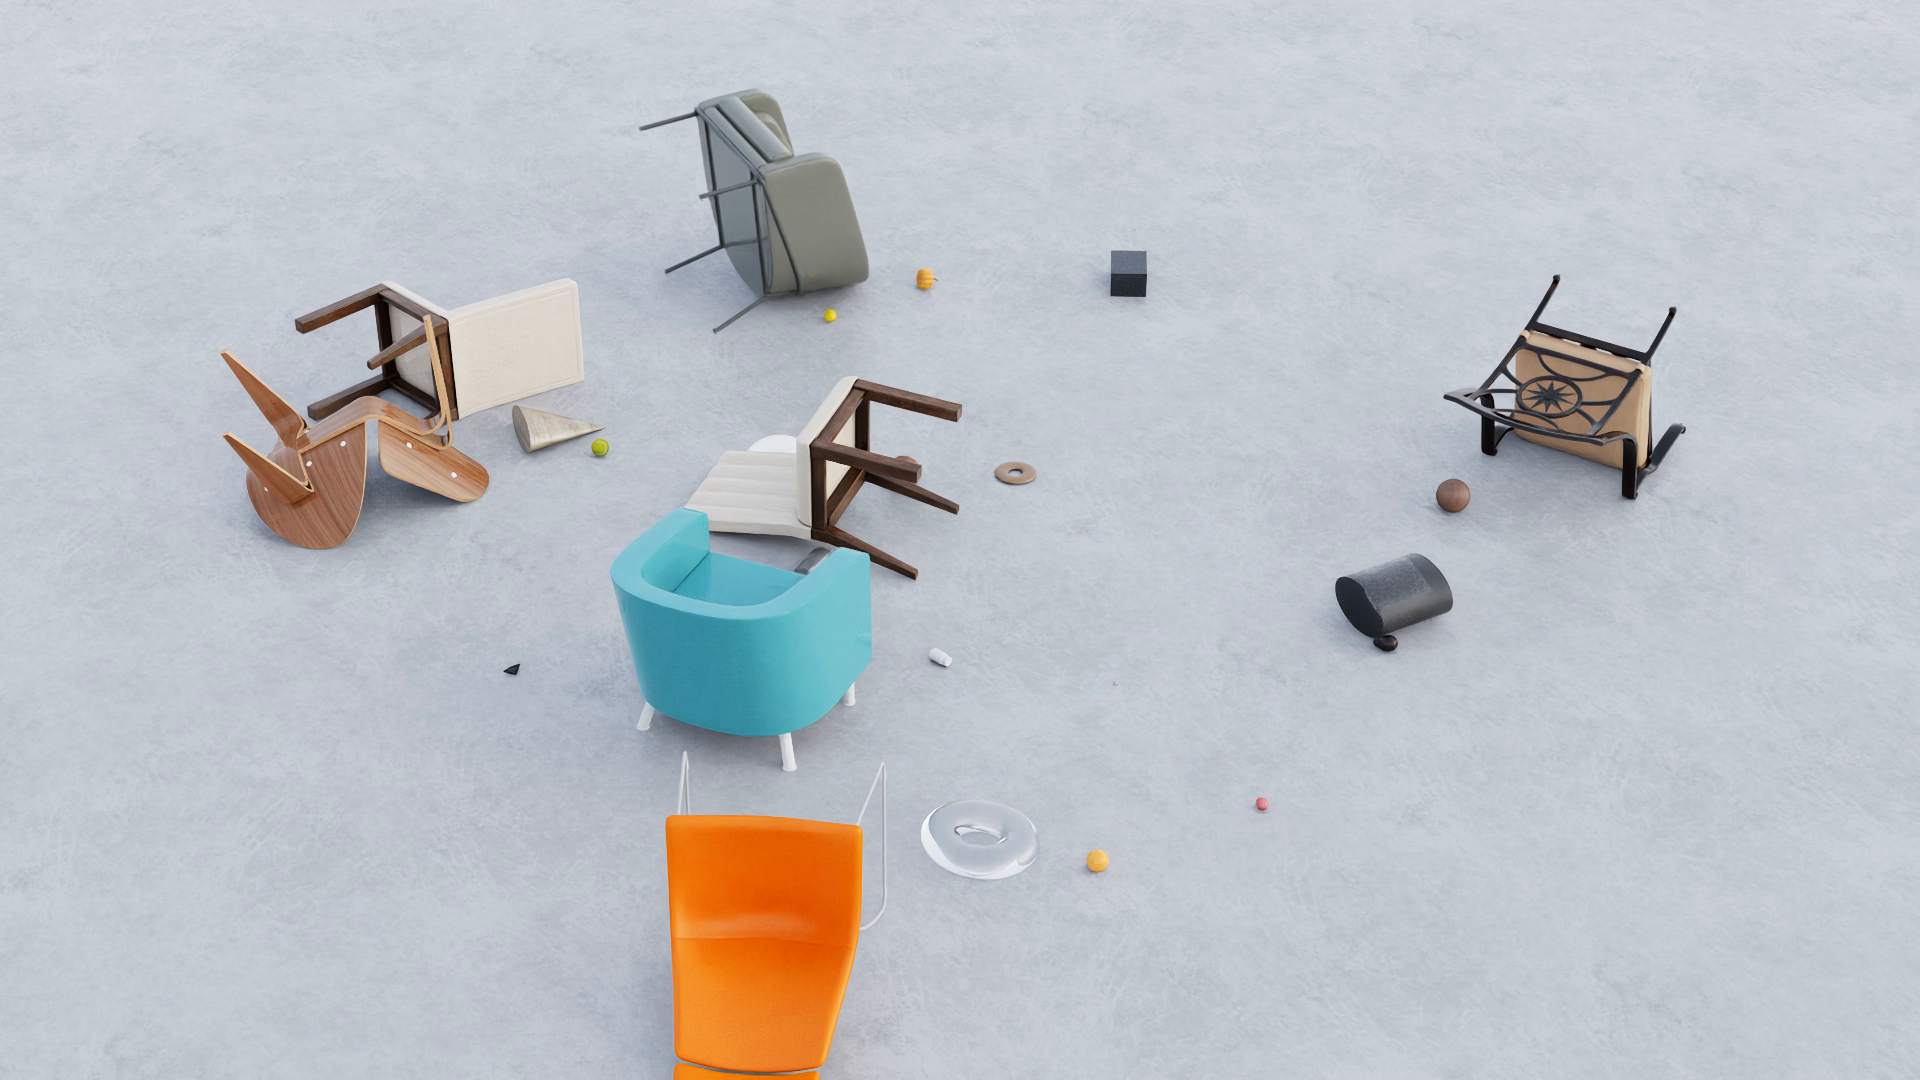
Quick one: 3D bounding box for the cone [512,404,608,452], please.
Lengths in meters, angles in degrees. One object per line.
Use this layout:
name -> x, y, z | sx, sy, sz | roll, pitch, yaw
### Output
cone -> -1.557, -0.443, 11.558 | 0.351, 0.131, 0.315 | -2, 31, -22

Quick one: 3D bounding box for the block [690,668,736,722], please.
block -> -0.844, 0.530, 10.041 | 0.076, 0.109, 0.145 | 22, 39, 30

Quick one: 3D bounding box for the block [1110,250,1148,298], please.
block -> 0.723, -1.143, 12.578 | 0.153, 0.111, 0.209 | 1, 33, 2

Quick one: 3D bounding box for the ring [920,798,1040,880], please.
ring -> 0.066, 0.958, 9.402 | 0.394, 0.099, 0.348 | 16, 36, 21

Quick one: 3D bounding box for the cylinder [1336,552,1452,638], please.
cylinder -> 1.550, 0.196, 10.473 | 0.308, 0.191, 0.289 | -17, 41, -24

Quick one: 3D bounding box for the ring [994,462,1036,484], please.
ring -> 0.214, -0.260, 11.322 | 0.165, 0.020, 0.160 | 17, 37, 24

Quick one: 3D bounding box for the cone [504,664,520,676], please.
cone -> -1.557, 0.459, 10.232 | 0.069, 0.038, 0.031 | -23, 71, -33

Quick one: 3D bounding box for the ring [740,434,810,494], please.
ring -> -0.714, -0.294, 11.314 | 0.272, 0.059, 0.347 | -8, 40, 3
